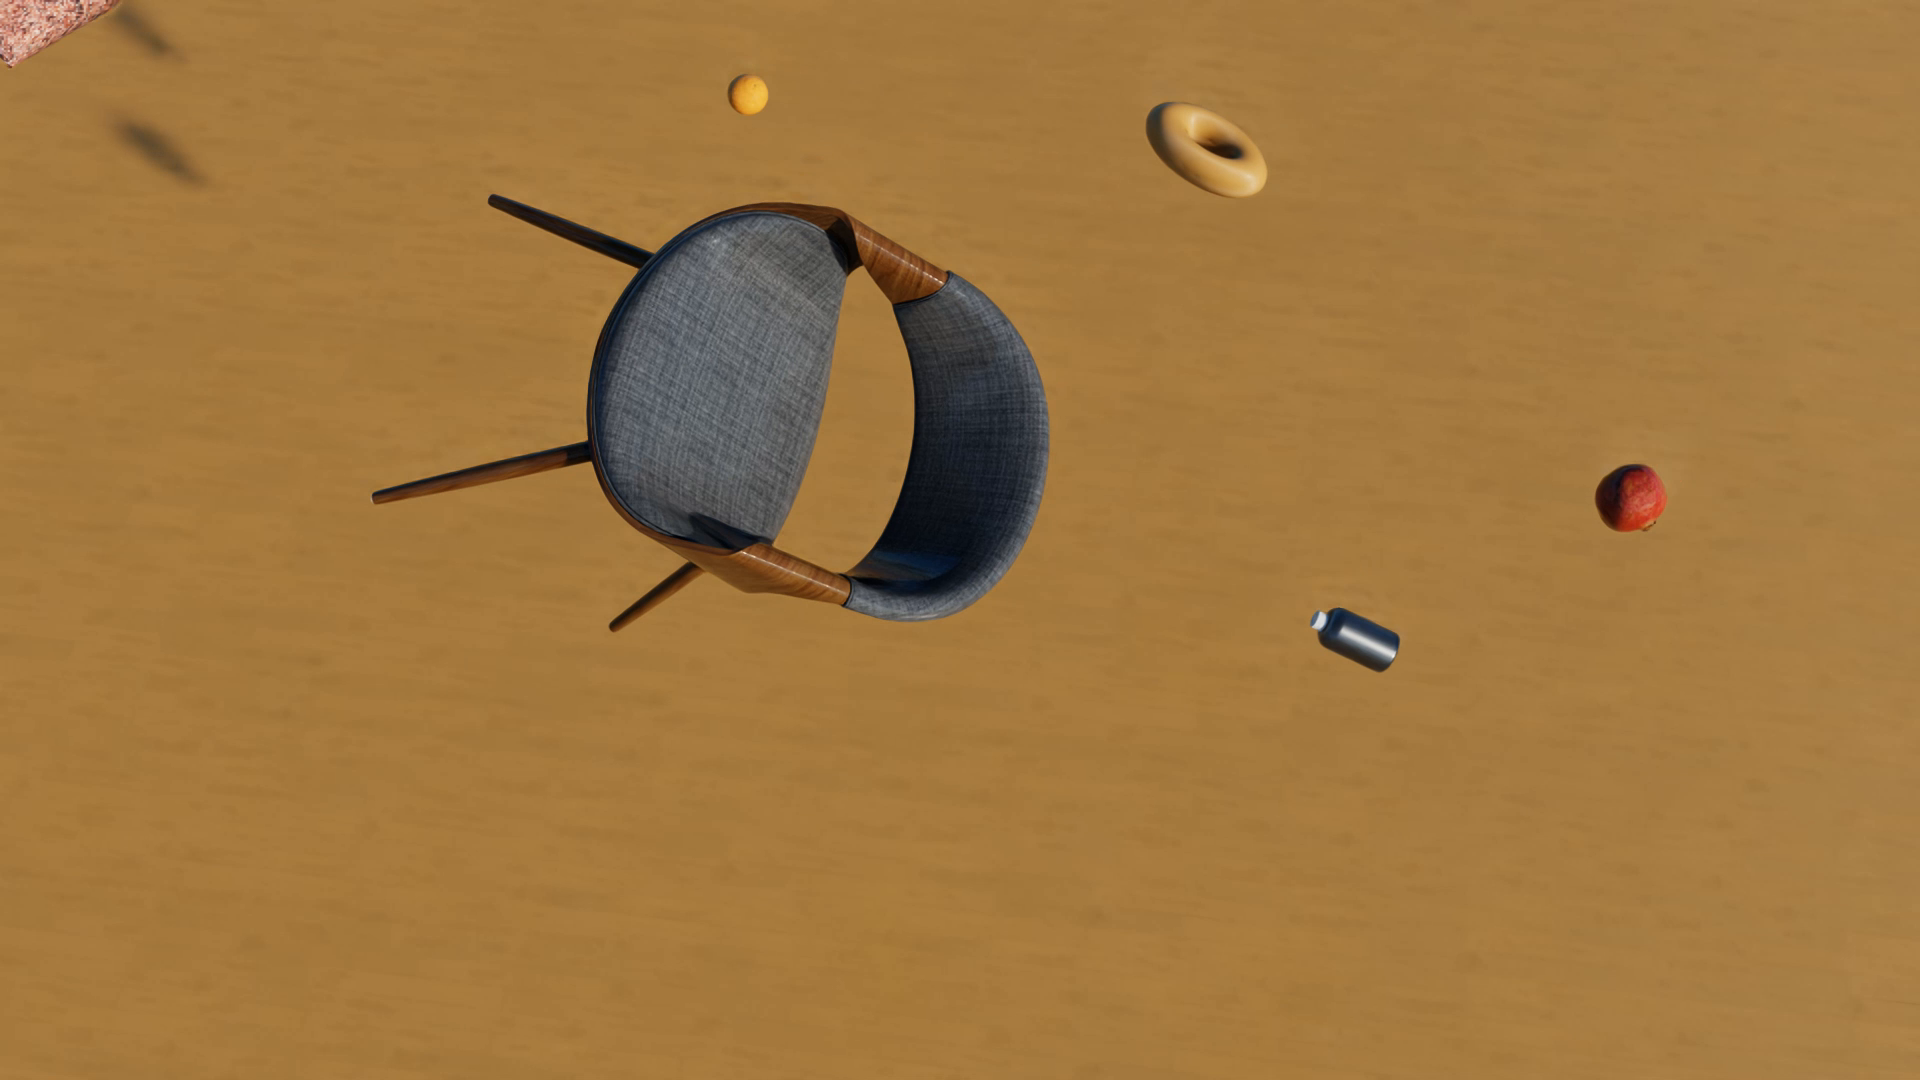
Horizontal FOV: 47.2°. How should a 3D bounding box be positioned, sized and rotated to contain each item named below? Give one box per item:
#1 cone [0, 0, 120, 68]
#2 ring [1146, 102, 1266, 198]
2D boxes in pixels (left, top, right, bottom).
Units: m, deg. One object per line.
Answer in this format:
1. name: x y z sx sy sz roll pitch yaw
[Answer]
1. cone: -1.385 -0.773 3.233 0.297 0.256 0.220 1 56 -16
2. ring: 0.357 -0.566 3.192 0.200 0.064 0.111 34 57 7
